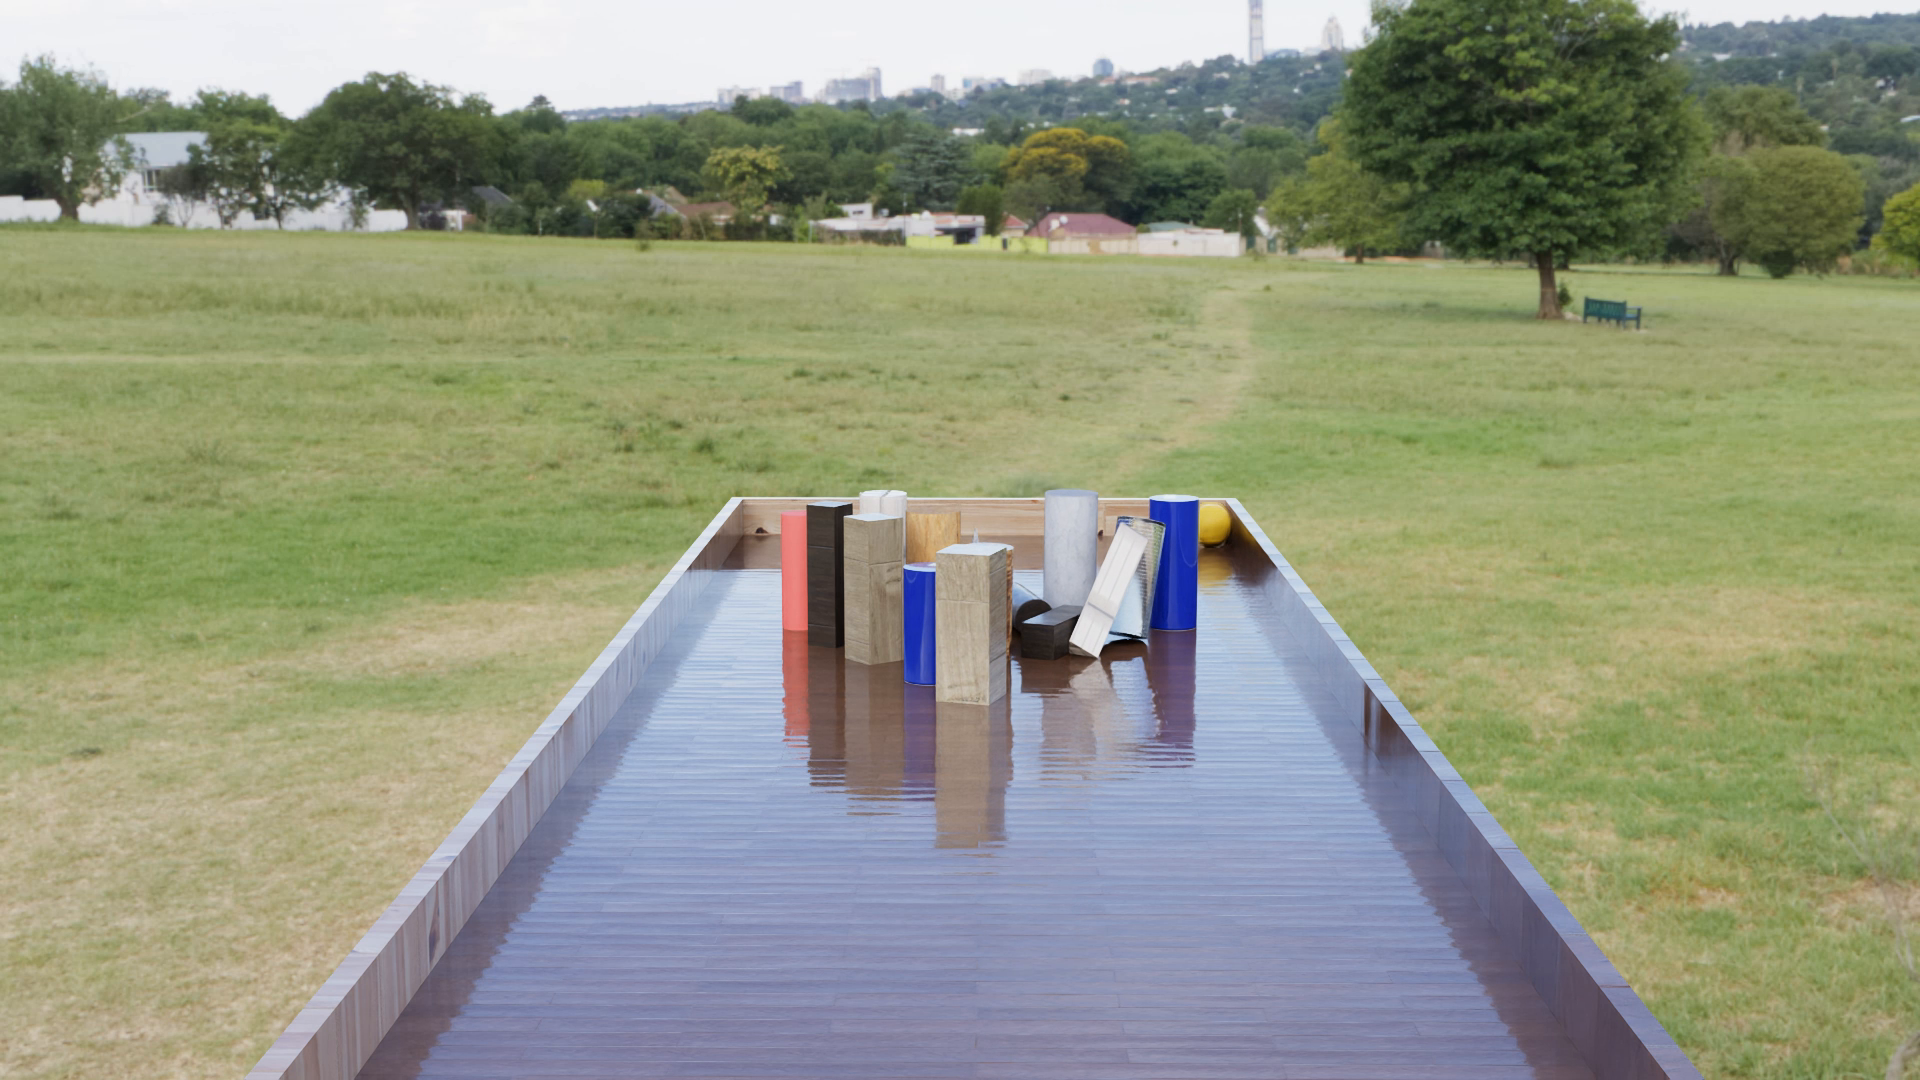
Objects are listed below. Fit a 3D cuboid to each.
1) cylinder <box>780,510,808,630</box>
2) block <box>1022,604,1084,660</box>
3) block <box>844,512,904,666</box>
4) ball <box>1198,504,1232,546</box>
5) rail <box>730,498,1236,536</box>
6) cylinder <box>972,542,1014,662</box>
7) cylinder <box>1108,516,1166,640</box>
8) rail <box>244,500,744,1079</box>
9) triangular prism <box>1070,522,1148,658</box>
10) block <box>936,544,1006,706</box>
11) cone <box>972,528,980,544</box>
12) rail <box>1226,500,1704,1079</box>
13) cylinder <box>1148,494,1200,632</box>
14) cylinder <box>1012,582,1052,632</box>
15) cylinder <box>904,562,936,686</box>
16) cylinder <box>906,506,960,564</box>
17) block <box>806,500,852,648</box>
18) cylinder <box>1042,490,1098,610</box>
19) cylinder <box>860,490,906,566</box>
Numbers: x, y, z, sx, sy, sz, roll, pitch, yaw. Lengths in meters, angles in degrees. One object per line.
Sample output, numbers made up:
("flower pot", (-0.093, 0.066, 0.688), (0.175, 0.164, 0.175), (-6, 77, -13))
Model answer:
("cylinder", (-0.524, 0.099, 7.183), (0.118, 0.377, 0.118), (0, 9, 0))
("block", (0.308, 0.287, 6.850), (0.110, 0.110, 0.329), (4, 10, 26))
("block", (-0.262, 0.147, 6.684), (0.129, 0.439, 0.129), (-7, 11, -37))
("ball", (1.009, -0.059, 8.833), (0.172, 0.172, 0.172), (0, 9, 0))
("rail", (0.099, -0.098, 9.147), (2.100, 0.150, 0.050), (0, 9, 1))
("cylinder", (0.081, 0.192, 6.681), (0.156, 0.347, 0.156), (1, 10, 0))
("cylinder", (0.547, 0.120, 6.979), (0.158, 0.368, 0.158), (10, -7, 1))
("rail", (-1.004, 0.839, 3.234), (0.050, 0.150, 12.000), (0, 9, 1))
("triangular prism", (0.443, 0.161, 6.823), (0.106, 0.427, 0.092), (31, -21, -16))
("block", (0.032, 0.236, 6.174), (0.157, 0.422, 0.157), (3, 10, 19))
("cone", (0.051, 0.118, 7.192), (0.145, 0.337, 0.145), (0, 9, 0))
("rail", (1.046, 0.843, 3.208), (0.050, 0.150, 12.000), (0, 9, 1))
("cylinder", (0.697, 0.074, 7.188), (0.162, 0.425, 0.162), (0, 9, 0))
("cylinder", (0.204, 0.227, 7.177), (0.127, 0.127, 0.334), (-2, 9, -12))
("cylinder", (-0.084, 0.243, 6.406), (0.163, 0.335, 0.163), (0, 9, 0))
("cylinder", (-0.084, 0.114, 6.947), (0.174, 0.420, 0.174), (0, 9, 0))
("block", (-0.408, 0.107, 6.907), (0.104, 0.446, 0.104), (5, 10, 30))
("cylinder", (0.359, 0.067, 7.158), (0.174, 0.445, 0.174), (1, 10, 0))
("cylinder", (-0.250, 0.066, 7.191), (0.156, 0.440, 0.156), (0, 9, 0))
